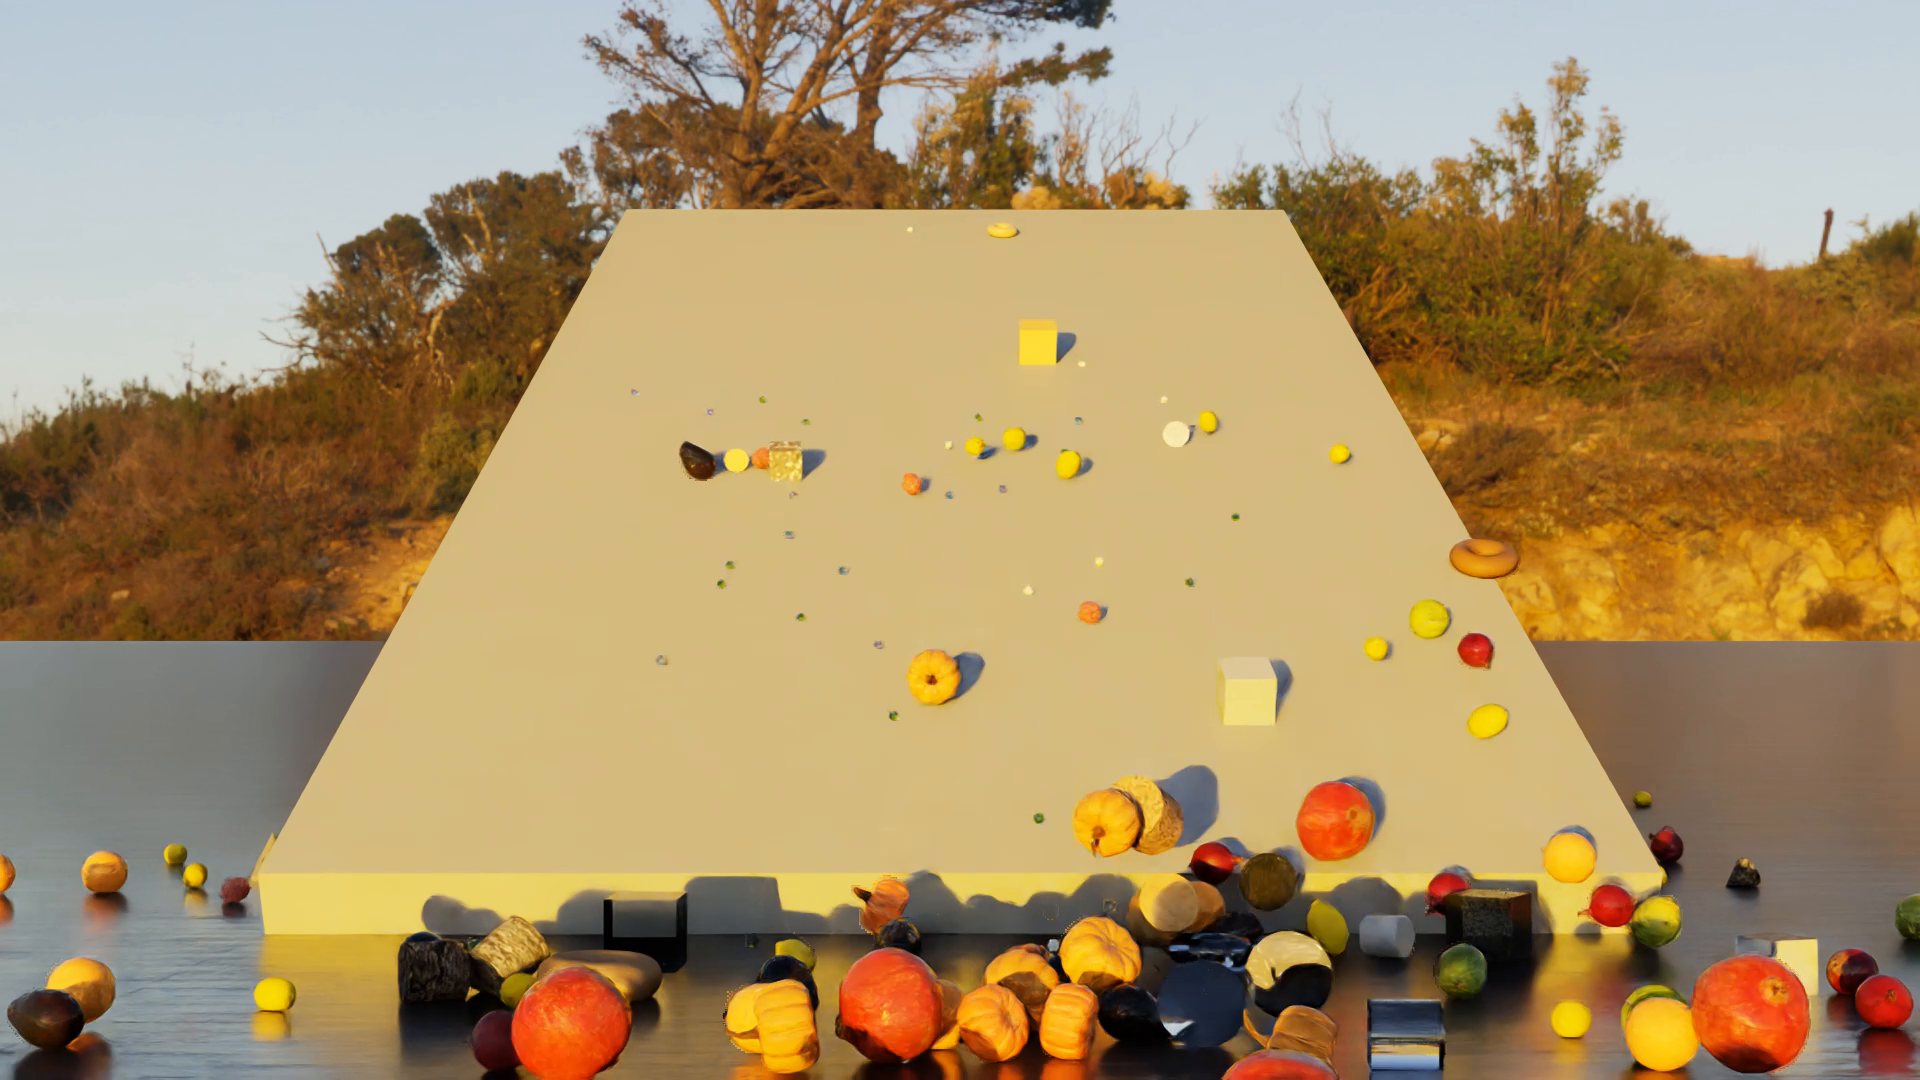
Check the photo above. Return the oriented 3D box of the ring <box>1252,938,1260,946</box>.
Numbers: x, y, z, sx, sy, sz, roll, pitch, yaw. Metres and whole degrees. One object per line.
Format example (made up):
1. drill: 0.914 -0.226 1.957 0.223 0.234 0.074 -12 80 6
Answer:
1. ring: 0.429 0.540 3.015 0.094 0.031 0.094 4 -2 0

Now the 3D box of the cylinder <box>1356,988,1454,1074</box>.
1. cylinder: 0.440 0.490 2.268 0.070 0.070 0.070 -30 -13 20

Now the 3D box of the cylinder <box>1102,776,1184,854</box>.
1. cylinder: 0.251 0.378 3.150 0.089 0.089 0.089 -1 -22 26

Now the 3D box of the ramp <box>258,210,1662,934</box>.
1. ramp: -0.006 -0.219 5.139 2.000 0.100 4.000 0 22 0

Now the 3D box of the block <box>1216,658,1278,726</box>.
1. block: 0.465 0.246 3.726 0.083 0.083 0.083 -1 22 -3

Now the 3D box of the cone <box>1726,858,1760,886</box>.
1. cone: 1.331 0.581 3.928 0.053 0.053 0.053 -27 7 -19

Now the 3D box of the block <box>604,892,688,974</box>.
1. block: -0.407 0.507 2.968 0.093 0.093 0.093 0 -2 2

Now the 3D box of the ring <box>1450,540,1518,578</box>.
1. ring: 0.987 0.034 4.315 0.128 0.043 0.128 1 22 0

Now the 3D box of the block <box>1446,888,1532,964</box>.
1. block: 0.706 0.515 3.057 0.085 0.085 0.085 -2 -3 35

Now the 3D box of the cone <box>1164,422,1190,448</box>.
1. cone: 0.475 -0.226 4.989 0.057 0.057 0.057 -1 -6 14

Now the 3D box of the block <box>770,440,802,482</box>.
1. block: -0.364 -0.164 4.775 0.065 0.065 0.065 -2 22 -5

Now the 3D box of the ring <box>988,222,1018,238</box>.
1. ring: 0.123 -0.903 6.682 0.088 0.029 0.088 3 23 -1

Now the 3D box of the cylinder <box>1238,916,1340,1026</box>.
1. cylinder: 0.369 0.484 2.563 0.096 0.096 0.096 -1 13 21

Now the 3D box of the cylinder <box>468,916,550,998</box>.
1. cylinder: -0.537 0.495 2.721 0.070 0.070 0.070 -2 31 46

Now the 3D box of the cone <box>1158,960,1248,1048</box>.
1. cone: 0.258 0.511 2.453 0.095 0.095 0.095 0 -29 4

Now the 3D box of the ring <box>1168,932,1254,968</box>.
1. ring: 0.330 0.537 3.001 0.113 0.038 0.113 0 -3 0

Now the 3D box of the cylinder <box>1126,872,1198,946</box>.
1. cylinder: 0.265 0.485 3.002 0.079 0.079 0.079 0 -24 -10

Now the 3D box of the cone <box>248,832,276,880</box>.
1. cone: -1.215 0.557 4.052 0.083 0.083 0.083 0 -2 0

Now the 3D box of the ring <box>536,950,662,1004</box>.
1. ring: -0.429 0.519 2.726 0.149 0.050 0.149 1 -2 0

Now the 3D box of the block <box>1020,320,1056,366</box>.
1. block: 0.187 -0.477 5.534 0.087 0.087 0.087 0 22 0

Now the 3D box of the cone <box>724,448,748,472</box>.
1. cone: -0.472 -0.165 4.834 0.050 0.050 0.050 0 -5 -7

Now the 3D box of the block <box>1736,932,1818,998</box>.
1. block: 0.985 0.512 2.765 0.066 0.066 0.066 1 -2 -18

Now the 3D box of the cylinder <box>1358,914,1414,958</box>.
1. cylinder: 0.570 0.529 3.060 0.055 0.055 0.055 -4 -4 37
